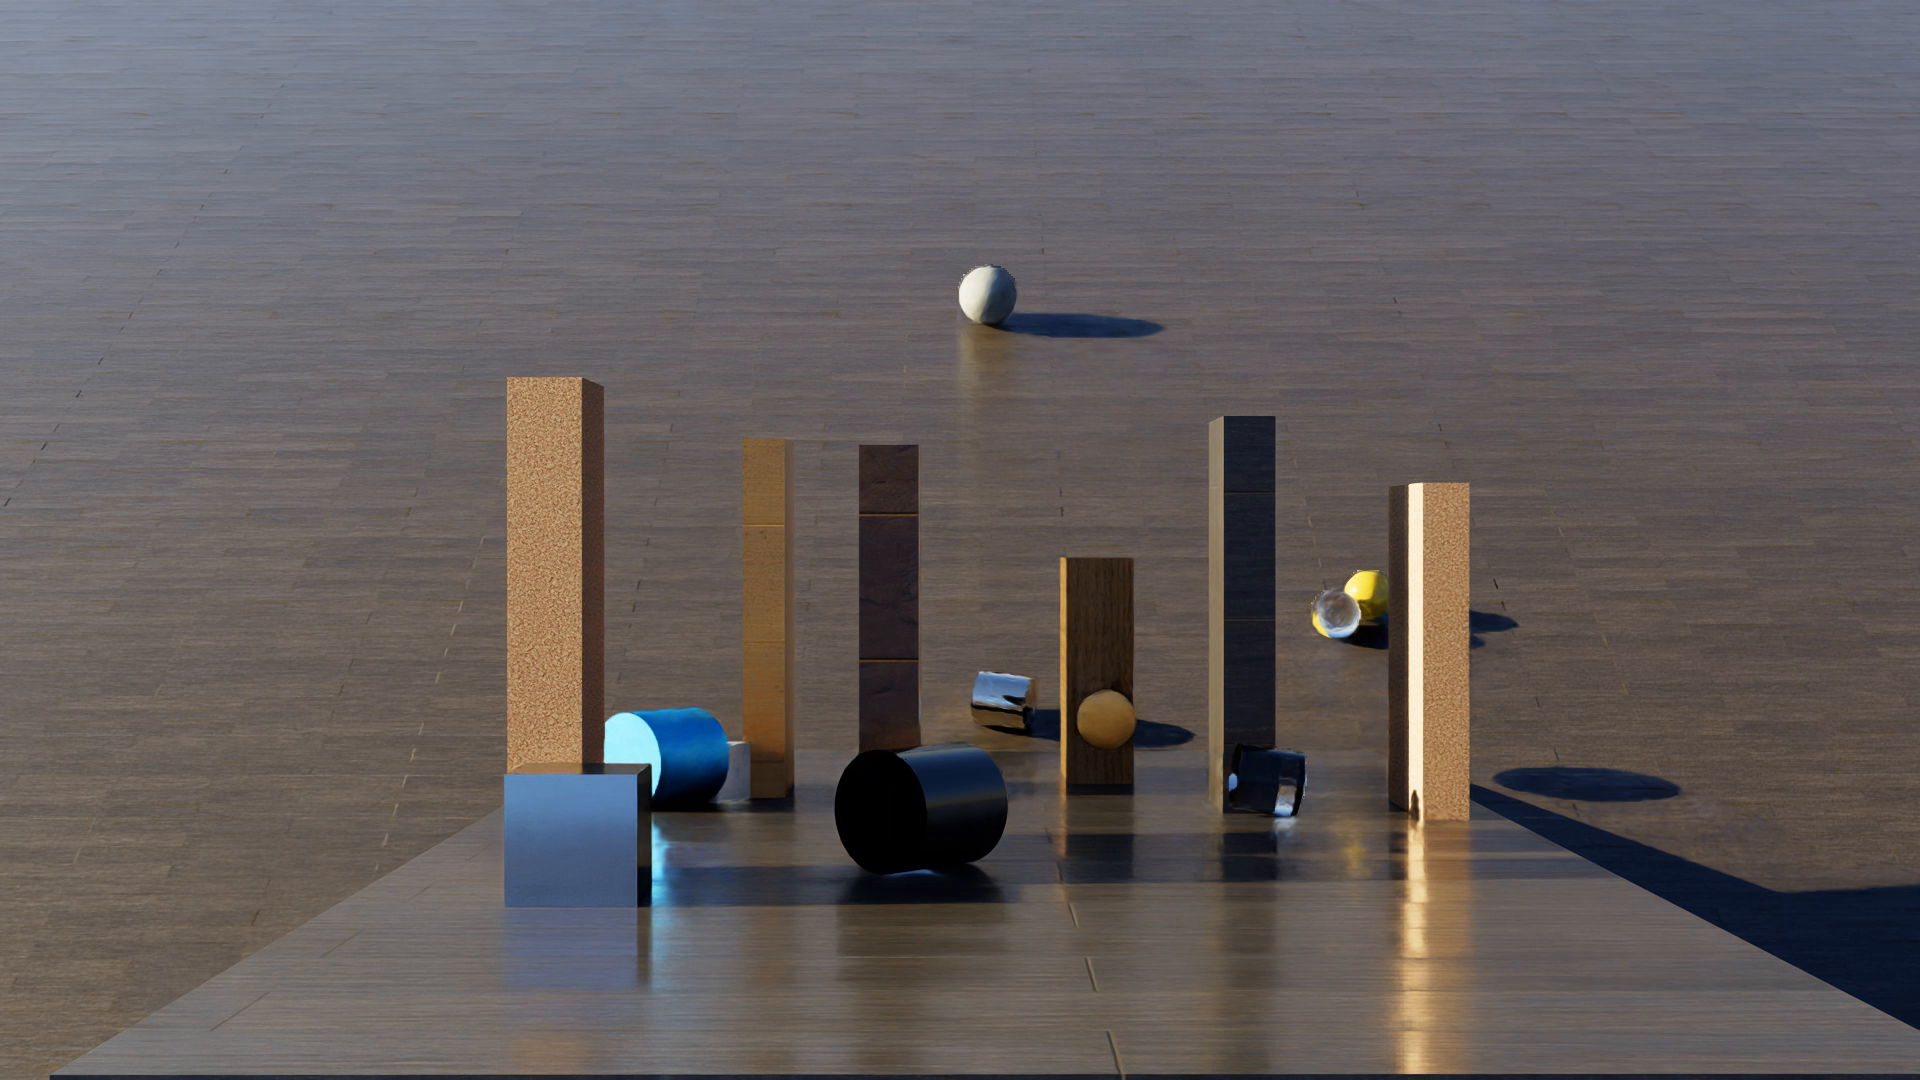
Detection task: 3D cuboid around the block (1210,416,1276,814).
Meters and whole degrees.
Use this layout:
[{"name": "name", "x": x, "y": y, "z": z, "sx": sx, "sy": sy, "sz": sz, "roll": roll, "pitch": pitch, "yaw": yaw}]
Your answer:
[{"name": "block", "x": 0.575, "y": 0.148, "z": 5.284, "sx": 0.103, "sy": 0.789, "sz": 0.297, "roll": 0, "pitch": 0, "yaw": 0}]

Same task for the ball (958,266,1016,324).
[{"name": "ball", "x": 0.097, "y": -0.857, "z": 9.070, "sx": 0.203, "sy": 0.203, "sz": 0.203, "roll": 0, "pitch": 30, "yaw": 0}]

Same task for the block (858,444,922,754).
[{"name": "block", "x": -0.122, "y": 0.190, "z": 4.588, "sx": 0.102, "sy": 0.707, "sz": 0.316, "roll": 0, "pitch": 0, "yaw": 0}]

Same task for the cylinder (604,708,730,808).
[{"name": "cylinder", "x": -0.609, "y": 0.446, "z": 5.279, "sx": 0.195, "sy": 0.195, "sz": 0.195, "roll": 25, "pitch": 16, "yaw": 36}]

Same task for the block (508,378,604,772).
[{"name": "block", "x": -0.648, "y": 0.145, "z": 4.163, "sx": 0.116, "sy": 0.799, "sz": 0.255, "roll": 0, "pitch": 0, "yaw": 0}]

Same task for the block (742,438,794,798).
[{"name": "block", "x": -0.413, "y": 0.164, "z": 5.599, "sx": 0.088, "sy": 0.756, "sz": 0.308, "roll": 0, "pitch": 0, "yaw": 0}]

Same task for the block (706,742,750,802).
[{"name": "block", "x": -0.521, "y": 0.484, "z": 5.417, "sx": 0.116, "sy": 0.116, "sz": 0.116, "roll": 0, "pitch": 0, "yaw": 32}]

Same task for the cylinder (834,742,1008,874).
[{"name": "cylinder", "x": -0.064, "y": 0.443, "z": 4.287, "sx": 0.204, "sy": 0.204, "sz": 0.204, "roll": 26, "pitch": 17, "yaw": 38}]

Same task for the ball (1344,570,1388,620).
[{"name": "ball", "x": 1.161, "y": 0.157, "z": 7.355, "sx": 0.140, "sy": 0.140, "sz": 0.140, "roll": 0, "pitch": 30, "yaw": 0}]

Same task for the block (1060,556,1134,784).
[{"name": "block", "x": 0.312, "y": 0.291, "z": 5.940, "sx": 0.147, "sy": 0.501, "sz": 0.393, "roll": 0, "pitch": 0, "yaw": 0}]

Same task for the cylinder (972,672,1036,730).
[{"name": "cylinder", "x": 0.118, "y": 0.427, "z": 6.872, "sx": 0.141, "sy": 0.141, "sz": 0.141, "roll": 6, "pitch": 30, "yaw": 15}]

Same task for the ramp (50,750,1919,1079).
[{"name": "ramp", "x": 0.066, "y": 0.594, "z": 4.648, "sx": 2.000, "sy": 0.100, "sz": 4.000, "roll": 0, "pitch": 0, "yaw": 0}]

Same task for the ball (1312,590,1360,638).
[{"name": "ball", "x": 1.056, "y": 0.209, "z": 7.266, "sx": 0.137, "sy": 0.137, "sz": 0.137, "roll": 0, "pitch": 30, "yaw": 0}]

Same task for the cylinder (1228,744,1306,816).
[{"name": "cylinder", "x": 0.601, "y": 0.471, "z": 5.073, "sx": 0.127, "sy": 0.127, "sz": 0.127, "roll": 8, "pitch": 30, "yaw": -1}]

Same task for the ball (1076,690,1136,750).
[{"name": "ball", "x": 0.322, "y": 0.395, "z": 5.678, "sx": 0.131, "sy": 0.131, "sz": 0.131, "roll": 0, "pitch": 30, "yaw": 0}]

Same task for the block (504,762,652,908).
[{"name": "block", "x": -0.578, "y": 0.446, "z": 3.938, "sx": 0.197, "sy": 0.197, "sz": 0.197, "roll": 0, "pitch": 0, "yaw": 0}]

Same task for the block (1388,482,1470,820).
[{"name": "block", "x": 0.940, "y": 0.216, "z": 5.204, "sx": 0.090, "sy": 0.653, "sz": 0.395, "roll": 0, "pitch": 0, "yaw": 0}]
